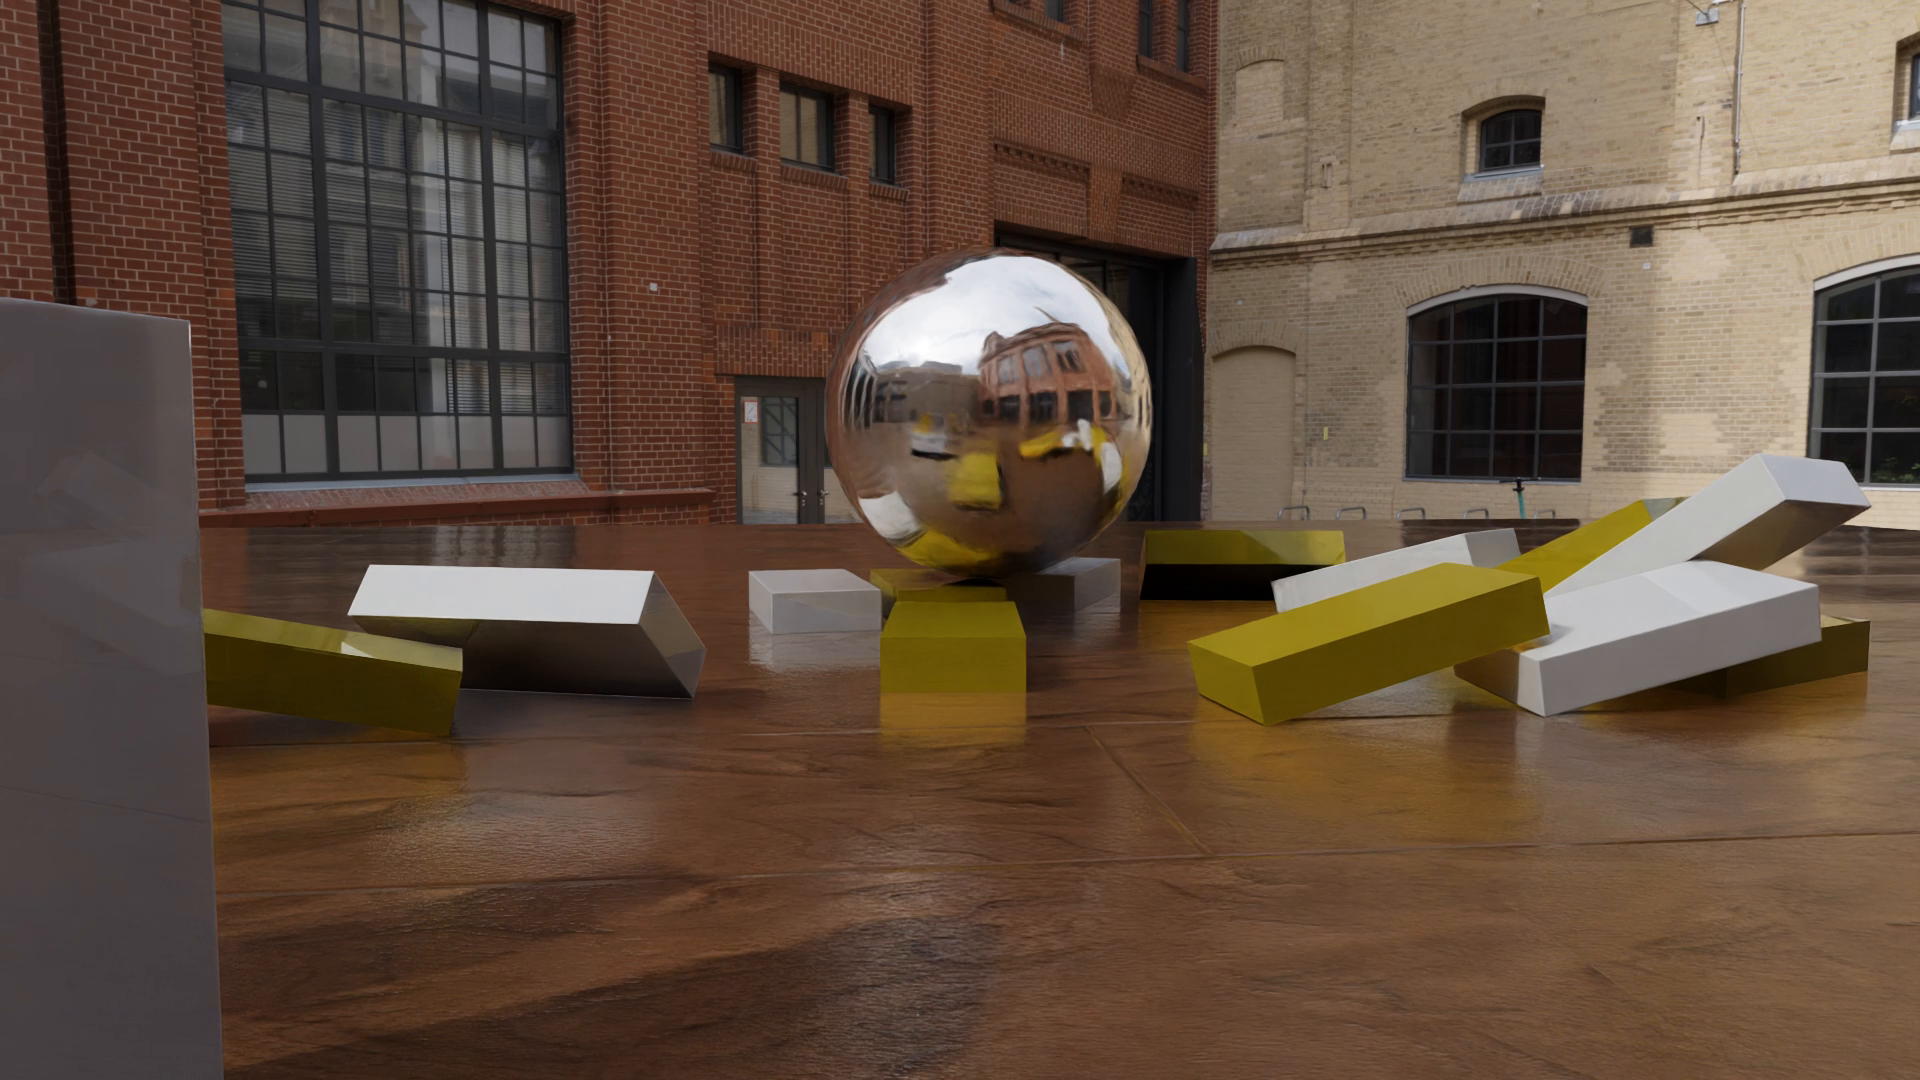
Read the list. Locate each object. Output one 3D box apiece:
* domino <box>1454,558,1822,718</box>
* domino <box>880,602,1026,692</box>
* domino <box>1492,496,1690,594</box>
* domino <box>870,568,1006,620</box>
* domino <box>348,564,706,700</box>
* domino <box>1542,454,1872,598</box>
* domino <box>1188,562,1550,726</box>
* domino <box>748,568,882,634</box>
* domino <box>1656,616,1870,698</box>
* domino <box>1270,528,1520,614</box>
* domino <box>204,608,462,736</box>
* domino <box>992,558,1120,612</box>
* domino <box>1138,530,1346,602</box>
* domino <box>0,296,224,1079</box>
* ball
[{"bbox_3d":[0.112,0.015,0.214,0.050,0.010,0.025,-13,11,-9],"label":"domino"},{"bbox_3d":[-0.001,0.020,0.244,0.025,0.010,0.050,0,4,0],"label":"domino"},{"bbox_3d":[0.129,0.006,0.273,0.025,0.009,0.050,-4,-22,-40],"label":"domino"},{"bbox_3d":[-0.006,0.014,0.317,0.025,0.010,0.050,-1,4,-11],"label":"domino"},{"bbox_3d":[-0.070,0.015,0.211,0.050,0.010,0.025,1,-34,12],"label":"domino"},{"bbox_3d":[0.138,0.003,0.241,0.025,0.009,0.050,2,-32,-26],"label":"domino"},{"bbox_3d":[0.066,0.016,0.209,0.050,0.010,0.025,-16,7,-11],"label":"domino"},{"bbox_3d":[-0.036,0.014,0.313,0.025,0.009,0.050,-1,4,-15],"label":"domino"},{"bbox_3d":[0.143,0.020,0.238,0.050,0.009,0.025,-3,5,-32],"label":"domino"},{"bbox_3d":[0.102,0.008,0.302,0.025,0.010,0.050,-4,-11,-43],"label":"domino"},{"bbox_3d":[-0.100,0.018,0.188,0.050,0.010,0.025,12,-1,-22],"label":"domino"},{"bbox_3d":[0.026,0.012,0.351,0.025,0.010,0.050,2,5,20],"label":"domino"},{"bbox_3d":[0.073,0.007,0.338,0.050,0.009,0.025,0,-25,4],"label":"domino"},{"bbox_3d":[-0.053,0.012,0.068,0.010,0.050,0.025,1,4,9],"label":"domino"},{"bbox_3d":[0.007,-0.030,0.312,0.080,0.080,0.080,0,4,0],"label":"ball"}]
